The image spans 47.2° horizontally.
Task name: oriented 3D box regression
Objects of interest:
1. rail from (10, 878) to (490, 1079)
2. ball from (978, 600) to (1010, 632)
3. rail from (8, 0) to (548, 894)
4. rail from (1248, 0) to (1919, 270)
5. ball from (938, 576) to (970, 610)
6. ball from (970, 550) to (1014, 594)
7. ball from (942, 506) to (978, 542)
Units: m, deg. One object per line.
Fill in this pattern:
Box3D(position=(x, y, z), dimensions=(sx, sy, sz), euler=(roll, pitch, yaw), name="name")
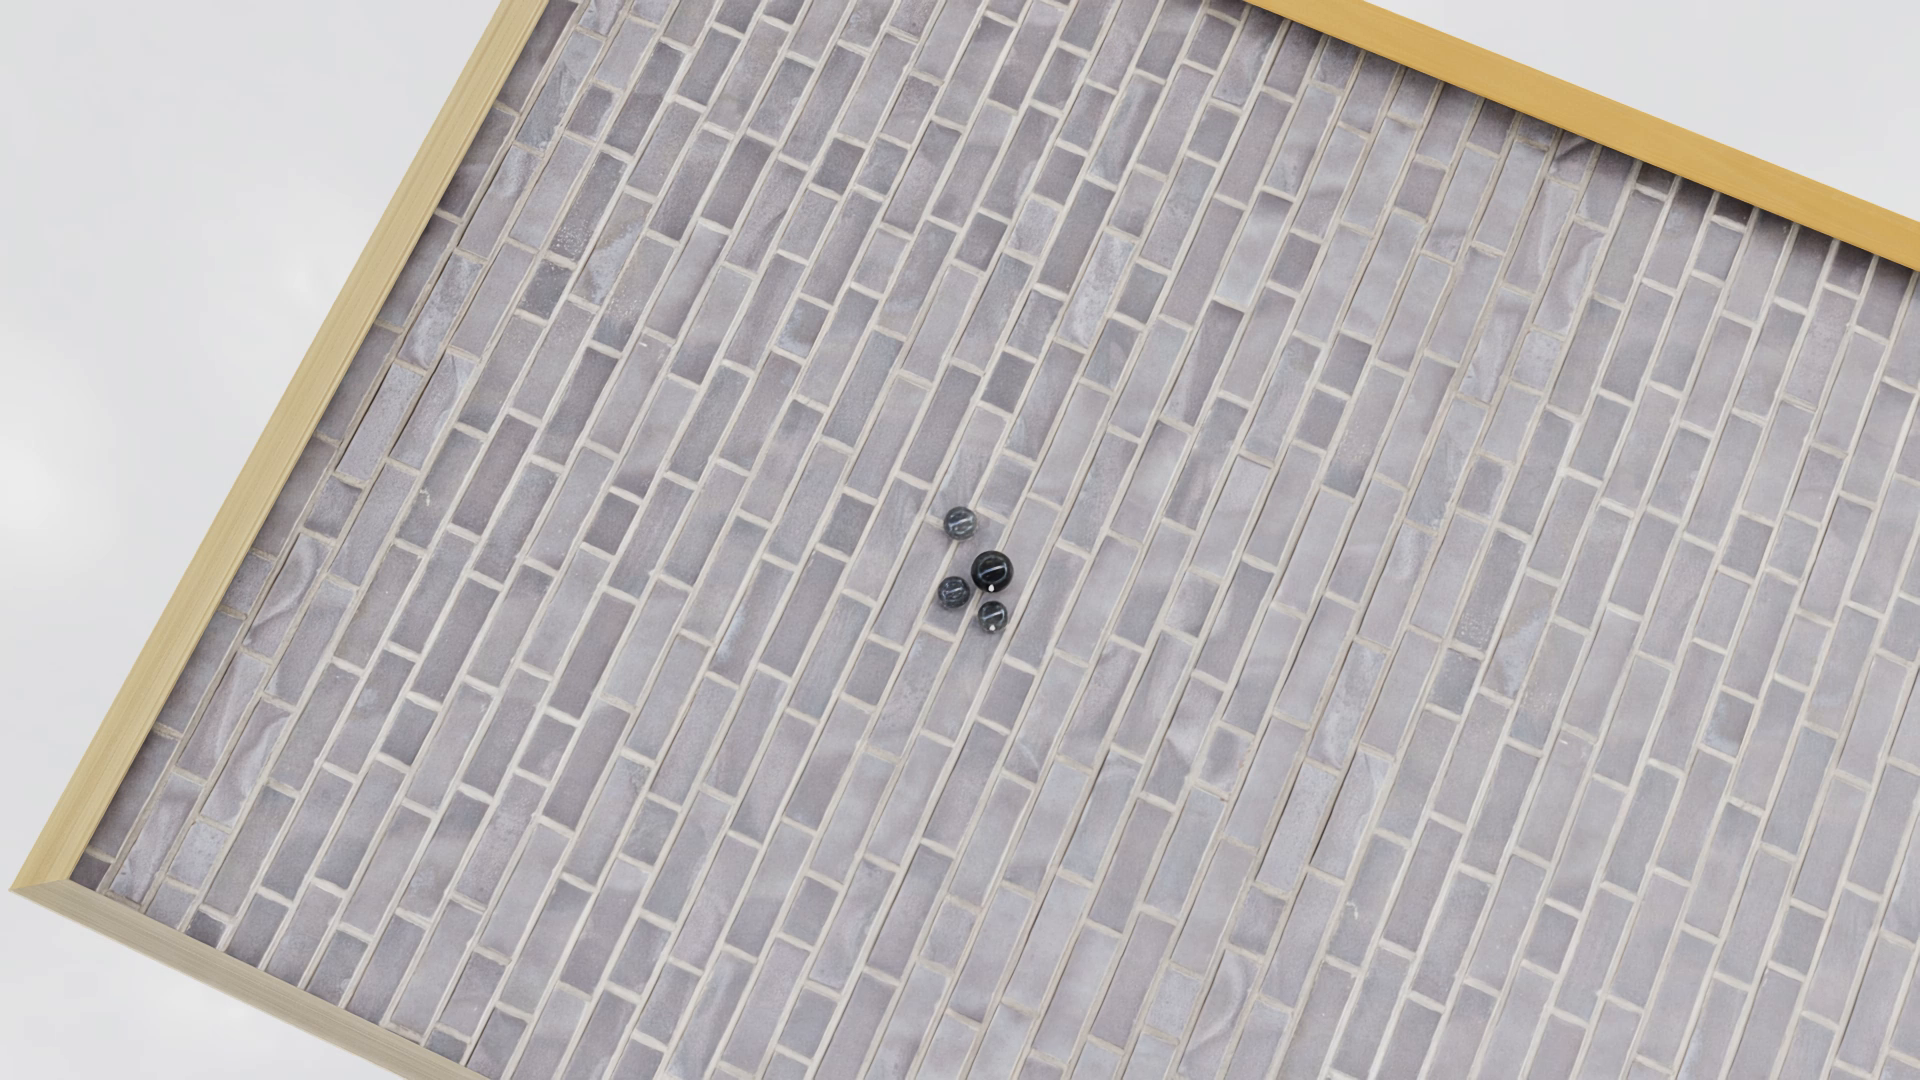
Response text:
Box3D(position=(0.507, 1.298, 2.979), dimensions=(4.060, 0.116, 0.045), euler=(24, 77, 6), name="rail")
Box3D(position=(0.050, 0.115, 3.322), dimensions=(0.049, 0.049, 0.049), euler=(0, 75, 0), name="ball")
Box3D(position=(-0.904, -0.401, 3.421), dimensions=(0.045, 0.116, 2.093), euler=(24, 77, 6), name="rail")
Box3D(position=(1.345, -0.508, 3.448), dimensions=(4.060, 0.116, 0.045), euler=(24, 77, 6), name="rail")
Box3D(position=(-0.009, 0.079, 3.330), dimensions=(0.050, 0.050, 0.050), euler=(0, 75, 0), name="ball")
Box3D(position=(0.049, 0.048, 3.331), dimensions=(0.065, 0.065, 0.065), euler=(0, 75, 0), name="ball")
Box3D(position=(0.001, -0.025, 3.356), dimensions=(0.054, 0.054, 0.054), euler=(0, 75, 0), name="ball")
